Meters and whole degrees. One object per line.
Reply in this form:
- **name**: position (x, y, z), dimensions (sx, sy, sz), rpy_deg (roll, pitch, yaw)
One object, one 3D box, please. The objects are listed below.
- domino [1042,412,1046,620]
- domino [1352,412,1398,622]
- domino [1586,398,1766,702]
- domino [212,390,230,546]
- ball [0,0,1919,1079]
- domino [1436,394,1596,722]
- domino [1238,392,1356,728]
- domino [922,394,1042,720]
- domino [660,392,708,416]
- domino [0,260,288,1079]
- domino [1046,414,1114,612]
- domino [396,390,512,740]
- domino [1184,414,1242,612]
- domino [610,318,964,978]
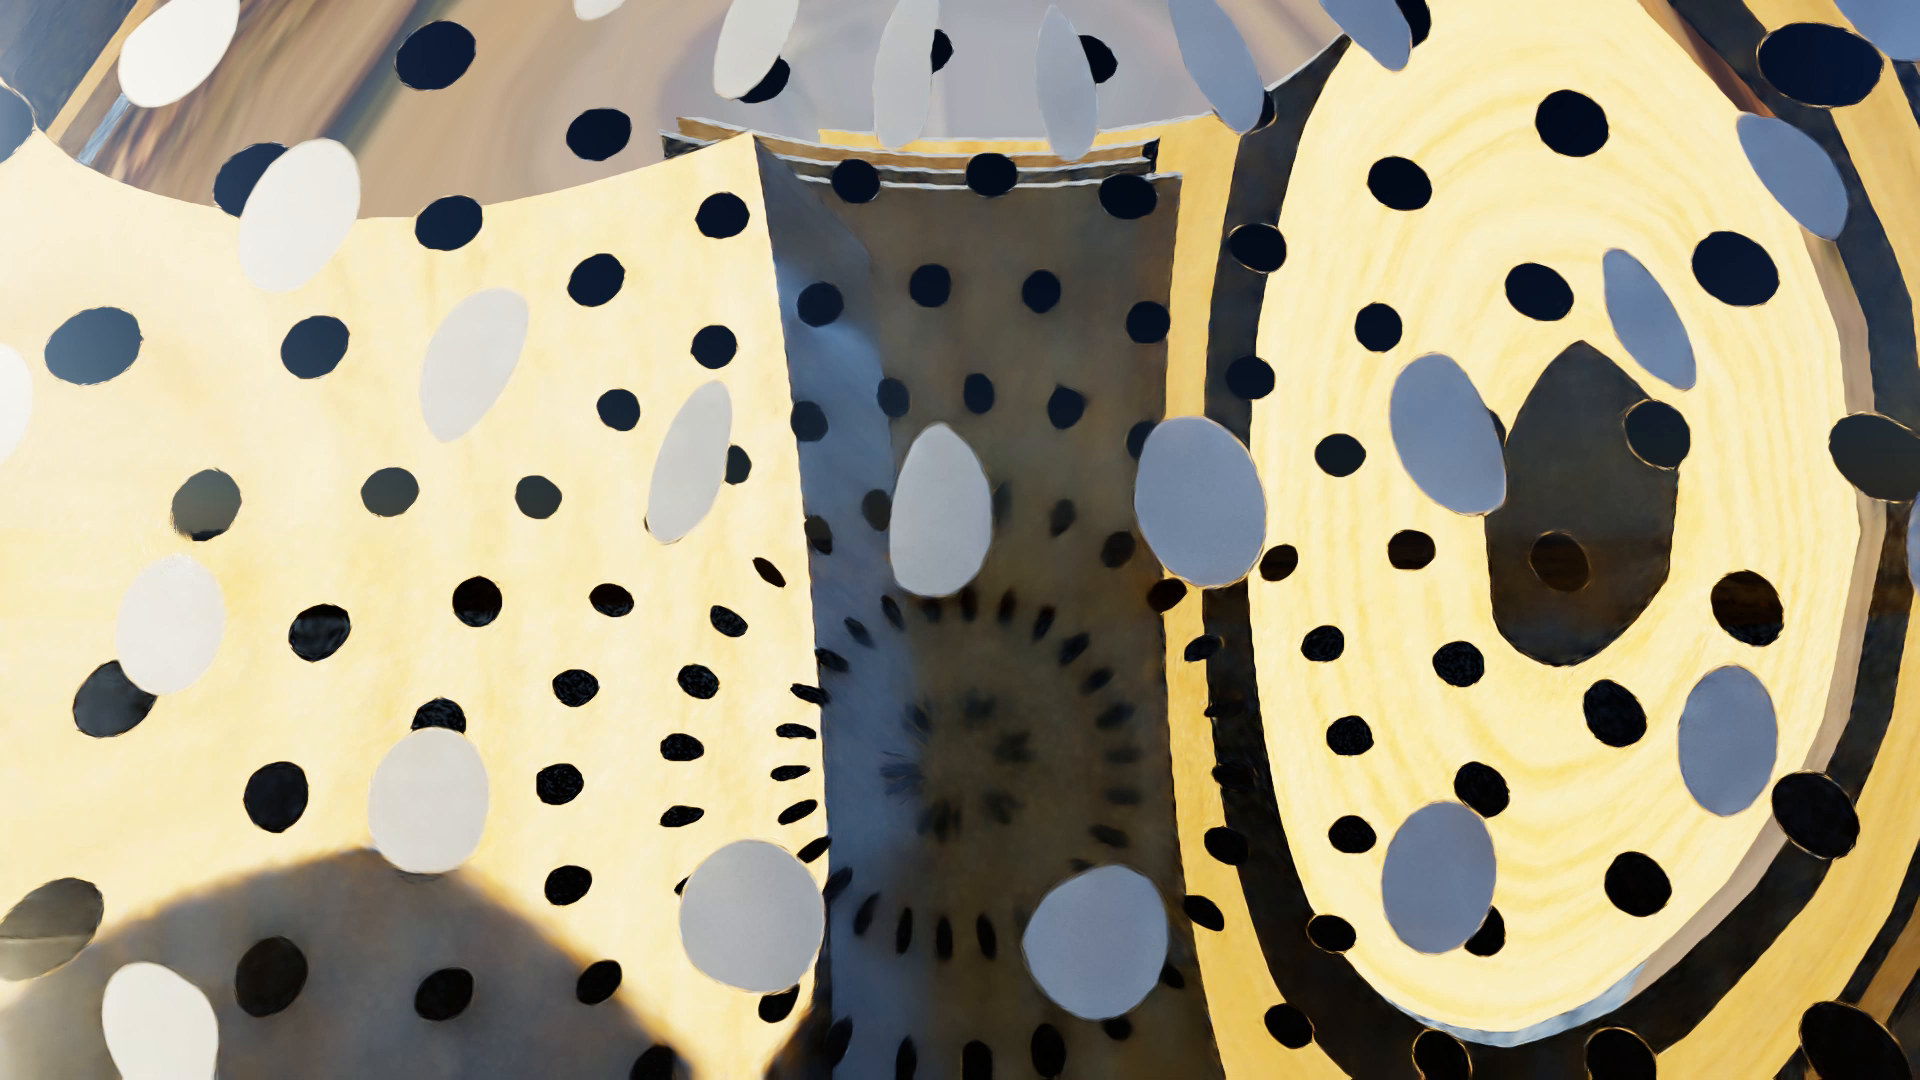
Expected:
- **domino**: position (0.007, -0.006, 0.311), dimensions (0.025, 0.050, 0.010), rpy_deg (1, 5, 18)
- **domino**: position (0.098, -0.006, 0.316), dimensions (0.010, 0.050, 0.025), rpy_deg (4, 6, 40)
- **domino**: position (0.123, 0.001, 0.223), dimensions (0.009, 0.050, 0.025), rpy_deg (-3, 5, -37)
- **domino**: position (-0.112, 0.004, 0.186), dimensions (0.009, 0.050, 0.025), rpy_deg (-2, 5, -26)
- **ball**: position (0.001, -0.002, 0.054), dimensions (0.080, 0.080, 0.080), rpy_deg (0, 4, 0)
- **domino**: position (0.090, 0.002, 0.208), dimensions (0.009, 0.050, 0.025), rpy_deg (-1, 4, -12)
- **domino**: position (0.053, 0.002, 0.204), dimensions (0.009, 0.050, 0.025), rpy_deg (0, 4, -5)
- **domino**: position (0.000, 0.002, 0.201), dimensions (0.025, 0.050, 0.009), rpy_deg (0, 4, 0)
- **domino**: position (-0.040, 0.003, 0.199), dimensions (0.009, 0.050, 0.025), rpy_deg (0, 4, -4)
- **domino**: position (-0.045, 0.013, 0.061), dimensions (0.010, 0.050, 0.025), rpy_deg (-4, 4, -1)
- **domino**: position (0.030, -0.008, 0.338), dimensions (0.010, 0.050, 0.025), rpy_deg (-2, 5, -21)
- **domino**: position (-0.076, 0.003, 0.195), dimensions (0.010, 0.050, 0.025), rpy_deg (-1, 4, -8)
- **domino**: position (0.066, -0.008, 0.335), dimensions (0.009, 0.050, 0.025), rpy_deg (2, 5, 23)
- **domino**: position (-0.015, 0.008, 0.107), dimensions (0.025, 0.050, 0.010), rpy_deg (-21, -36, 23)
